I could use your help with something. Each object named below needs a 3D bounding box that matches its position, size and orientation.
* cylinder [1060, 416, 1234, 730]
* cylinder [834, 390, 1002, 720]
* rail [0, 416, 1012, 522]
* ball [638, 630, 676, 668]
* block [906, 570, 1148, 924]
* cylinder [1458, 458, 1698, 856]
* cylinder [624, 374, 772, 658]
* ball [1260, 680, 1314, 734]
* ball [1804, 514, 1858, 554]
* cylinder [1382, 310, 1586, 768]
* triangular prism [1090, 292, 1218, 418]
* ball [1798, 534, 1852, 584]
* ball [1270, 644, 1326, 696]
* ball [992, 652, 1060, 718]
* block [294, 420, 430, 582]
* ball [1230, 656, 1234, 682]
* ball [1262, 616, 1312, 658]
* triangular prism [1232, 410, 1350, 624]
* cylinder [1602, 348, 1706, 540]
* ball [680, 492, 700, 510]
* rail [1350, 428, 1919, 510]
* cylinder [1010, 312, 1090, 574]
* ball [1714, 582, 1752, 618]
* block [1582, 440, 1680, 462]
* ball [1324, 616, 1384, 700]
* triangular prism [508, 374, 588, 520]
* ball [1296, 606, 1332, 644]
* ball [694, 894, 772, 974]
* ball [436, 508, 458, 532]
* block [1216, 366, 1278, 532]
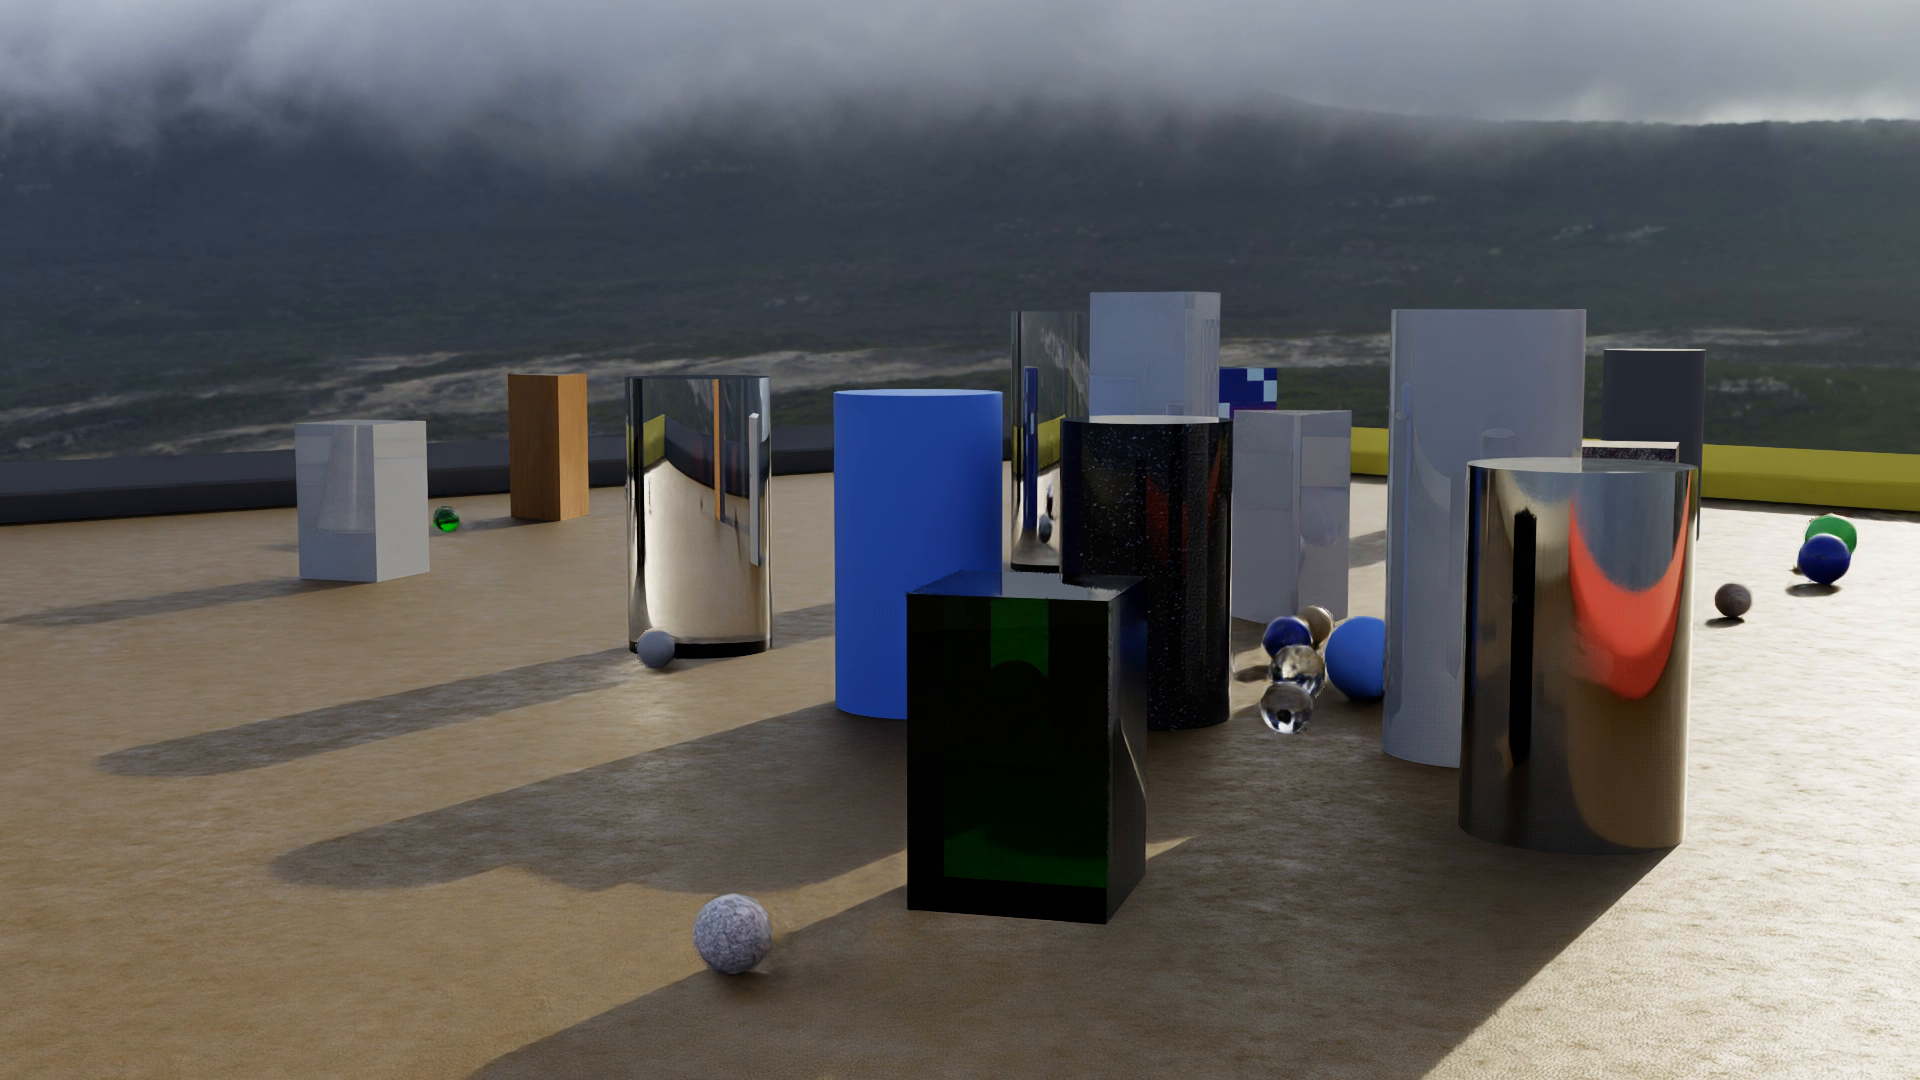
[{"bbox_3d":[0.202,0.031,2.395,0.188,0.324,0.188,0,6,0],"label":"cylinder"},{"bbox_3d":[-0.046,0.010,2.460,0.188,0.351,0.188,0,6,0],"label":"cylinder"},{"bbox_3d":[-1.509,-0.140,4.958,5.100,0.122,0.045,-6,8,-42],"label":"rail"},{"bbox_3d":[-0.376,0.135,2.728,0.047,0.047,0.047,0,6,0],"label":"ball"},{"bbox_3d":[0.054,0.151,1.671,0.150,0.236,0.150,2,6,16],"label":"block"},{"bbox_3d":[0.524,0.092,1.870,0.188,0.312,0.188,0,6,0],"label":"cylinder"},{"bbox_3d":[-0.340,-0.035,2.870,0.188,0.354,0.188,0,6,0],"label":"cylinder"},{"bbox_3d":[0.342,0.175,2.303,0.056,0.056,0.056,0,6,0],"label":"ball"},{"bbox_3d":[1.516,-0.002,3.828,0.087,0.087,0.087,0,6,0],"label":"ball"},{"bbox_3d":[0.521,-0.008,2.195,0.188,0.442,0.188,0,6,0],"label":"cylinder"},{"bbox_3d":[0.265,-0.070,2.685,0.141,0.462,0.163,-5,8,-42],"label":"triangular prism"},{"bbox_3d":[1.396,0.030,3.551,0.081,0.081,0.081,0,6,0],"label":"ball"},{"bbox_3d":[0.384,0.150,2.502,0.064,0.064,0.064,0,6,0],"label":"ball"},{"bbox_3d":[0.072,0.158,2.386,0.072,0.072,0.072,0,6,0],"label":"ball"},{"bbox_3d":[-0.992,-0.068,3.655,0.150,0.255,0.150,2,6,20],"label":"block"},{"bbox_3d":[0.281,0.145,2.522,0.069,0.069,0.069,0,6,0],"label":"ball"},{"bbox_3d":[0.410,0.125,2.750,0.061,0.061,0.061,0,6,0],"label":"ball"},{"bbox_3d":[0.452,-0.034,3.130,0.141,0.298,0.163,4,7,36],"label":"triangular prism"},{"bbox_3d":[1.335,-0.185,4.245,0.188,0.363,0.188,0,6,0],"label":"cylinder"},{"bbox_3d":[-0.596,-0.087,4.848,0.041,0.041,0.041,0,6,0],"label":"ball"},{"bbox_3d":[1.857,-0.148,5.036,0.045,0.122,4.497,-6,8,-42],"label":"rail"},{"bbox_3d":[0.181,-0.170,3.749,0.188,0.437,0.188,0,6,0],"label":"cylinder"},{"bbox_3d":[1.112,0.086,3.164,0.052,0.052,0.052,0,6,0],"label":"ball"},{"bbox_3d":[0.945,-0.012,3.152,0.150,0.250,0.150,2,6,20],"label":"block"},{"bbox_3d":[0.462,0.135,2.503,0.094,0.094,0.094,0,6,0],"label":"ball"},{"bbox_3d":[-0.852,-0.202,4.688,0.163,0.303,0.141,5,8,42],"label":"triangular prism"},{"bbox_3d":[0.467,0.113,2.912,0.051,0.051,0.051,0,6,0],"label":"ball"},{"bbox_3d":[-0.152,0.264,1.476,0.053,0.053,0.053,0,6,0],"label":"ball"},{"bbox_3d":[-1.023,-0.040,4.384,0.046,0.046,0.046,0,6,0],"label":"ball"},{"bbox_3d":[0.528,-0.183,4.418,0.150,0.324,0.150,-4,7,-30],"label":"block"}]
